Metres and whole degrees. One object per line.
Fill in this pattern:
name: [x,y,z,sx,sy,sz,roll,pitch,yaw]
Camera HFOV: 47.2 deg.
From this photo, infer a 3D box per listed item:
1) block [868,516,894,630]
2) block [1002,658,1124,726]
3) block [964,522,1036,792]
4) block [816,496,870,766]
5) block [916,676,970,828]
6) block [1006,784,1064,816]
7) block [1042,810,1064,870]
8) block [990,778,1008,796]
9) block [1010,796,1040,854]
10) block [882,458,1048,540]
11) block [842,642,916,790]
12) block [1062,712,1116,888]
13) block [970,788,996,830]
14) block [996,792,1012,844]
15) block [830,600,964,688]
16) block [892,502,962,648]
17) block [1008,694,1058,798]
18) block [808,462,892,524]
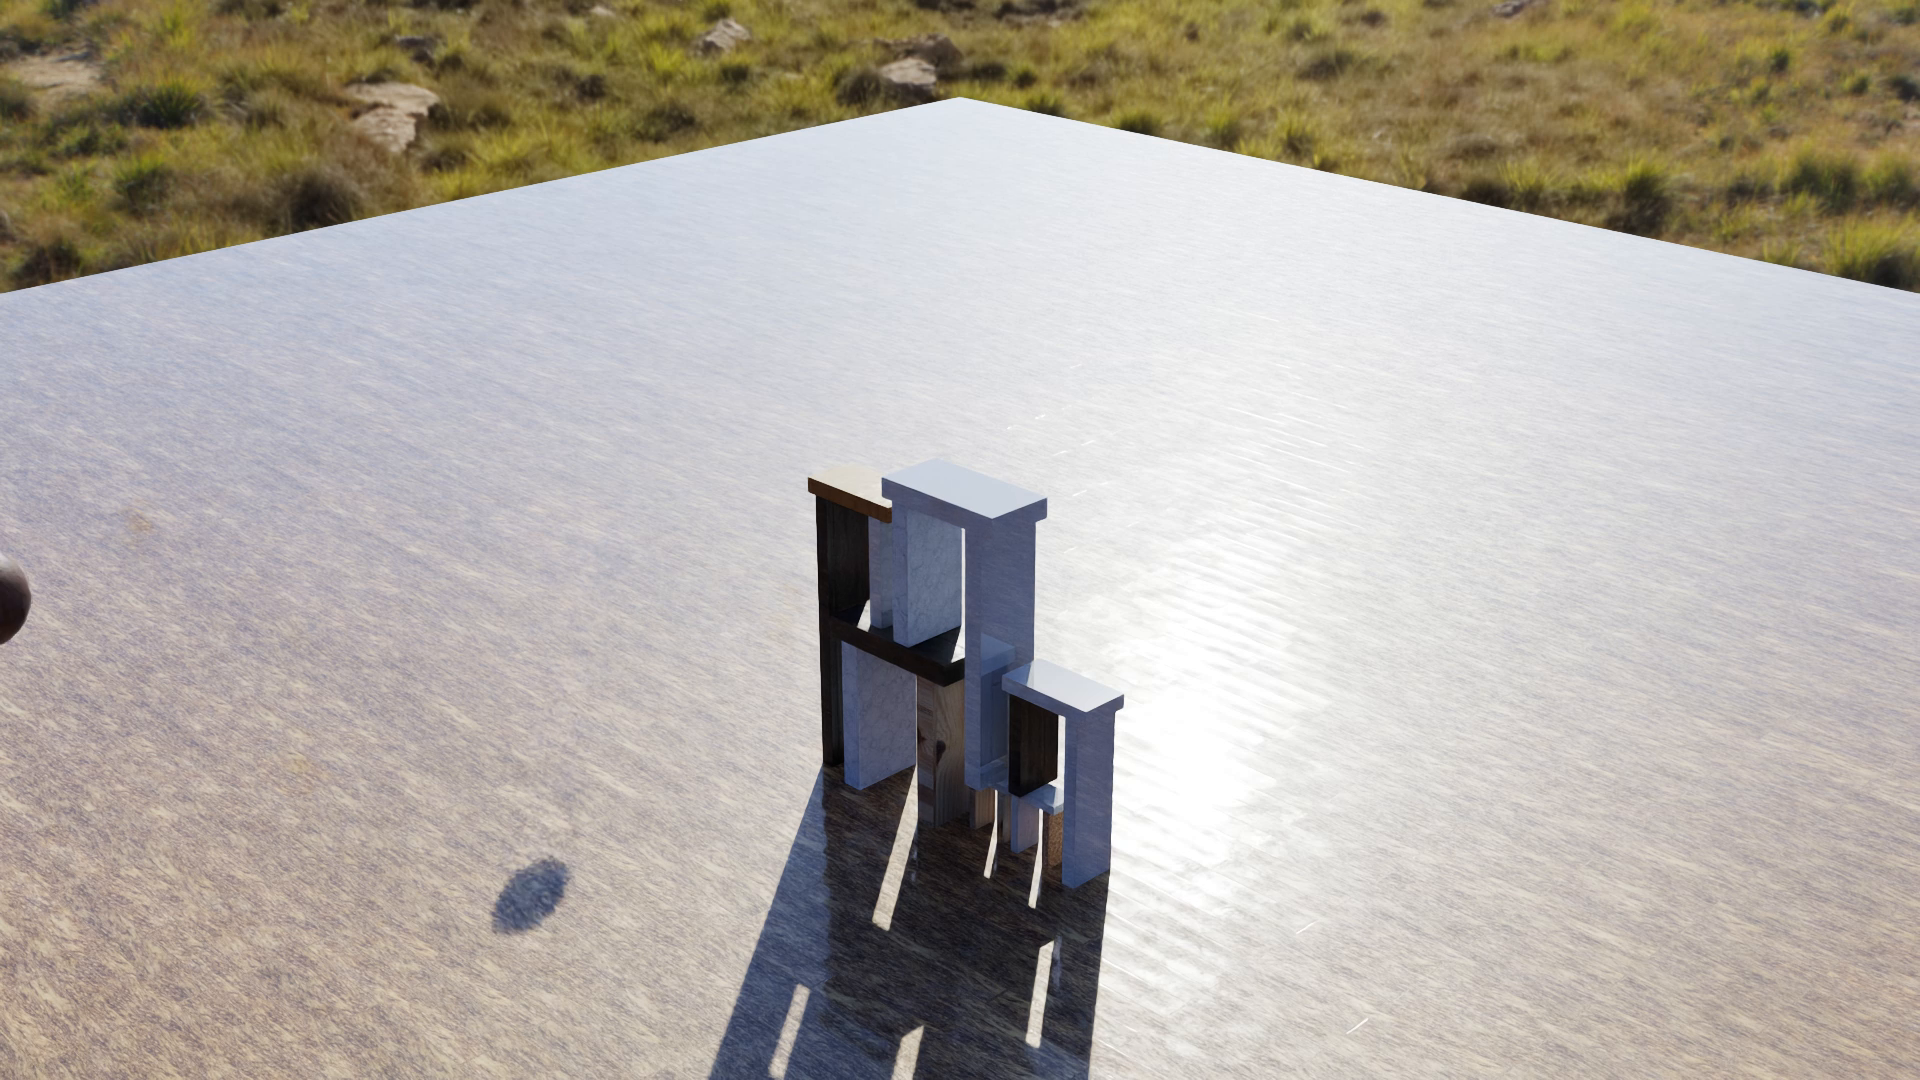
block: [-0.127,0.049,4.389,0.033,0.235,0.117,21,31,41]
block: [0.193,0.285,4.138,0.214,0.030,0.107,21,31,41]
block: [0.077,0.214,4.230,0.042,0.540,0.149,21,31,41]
block: [-0.237,0.178,4.564,0.033,0.608,0.117,21,31,41]
block: [-0.011,0.398,4.405,0.046,0.327,0.163,21,31,41]
block: [0.157,0.493,4.258,0.124,0.018,0.062,21,31,41]
block: [0.186,0.570,4.259,0.018,0.124,0.062,21,31,41]
block: [0.072,0.468,4.345,0.057,0.016,0.114,-21,31,-41]
block: [0.128,0.547,4.313,0.018,0.124,0.062,21,31,41]
block: [0.006,-0.082,4.181,0.149,0.042,0.298,-21,31,-40]
block: [-0.165,0.338,4.546,0.046,0.327,0.163,21,31,41]
block: [0.244,0.483,4.167,0.030,0.356,0.107,21,31,41]
block: [0.045,0.517,4.396,0.016,0.114,0.057,21,31,41]
block: [0.099,0.538,4.346,0.016,0.114,0.057,21,31,41]
block: [-0.088,0.196,4.403,0.327,0.046,0.163,21,31,41]
block: [-0.064,0.048,4.312,0.042,0.298,0.149,21,31,41]
block: [0.143,0.378,4.233,0.030,0.214,0.107,21,31,41]
block: [-0.182,-0.096,4.387,0.235,0.033,0.117,21,31,41]
